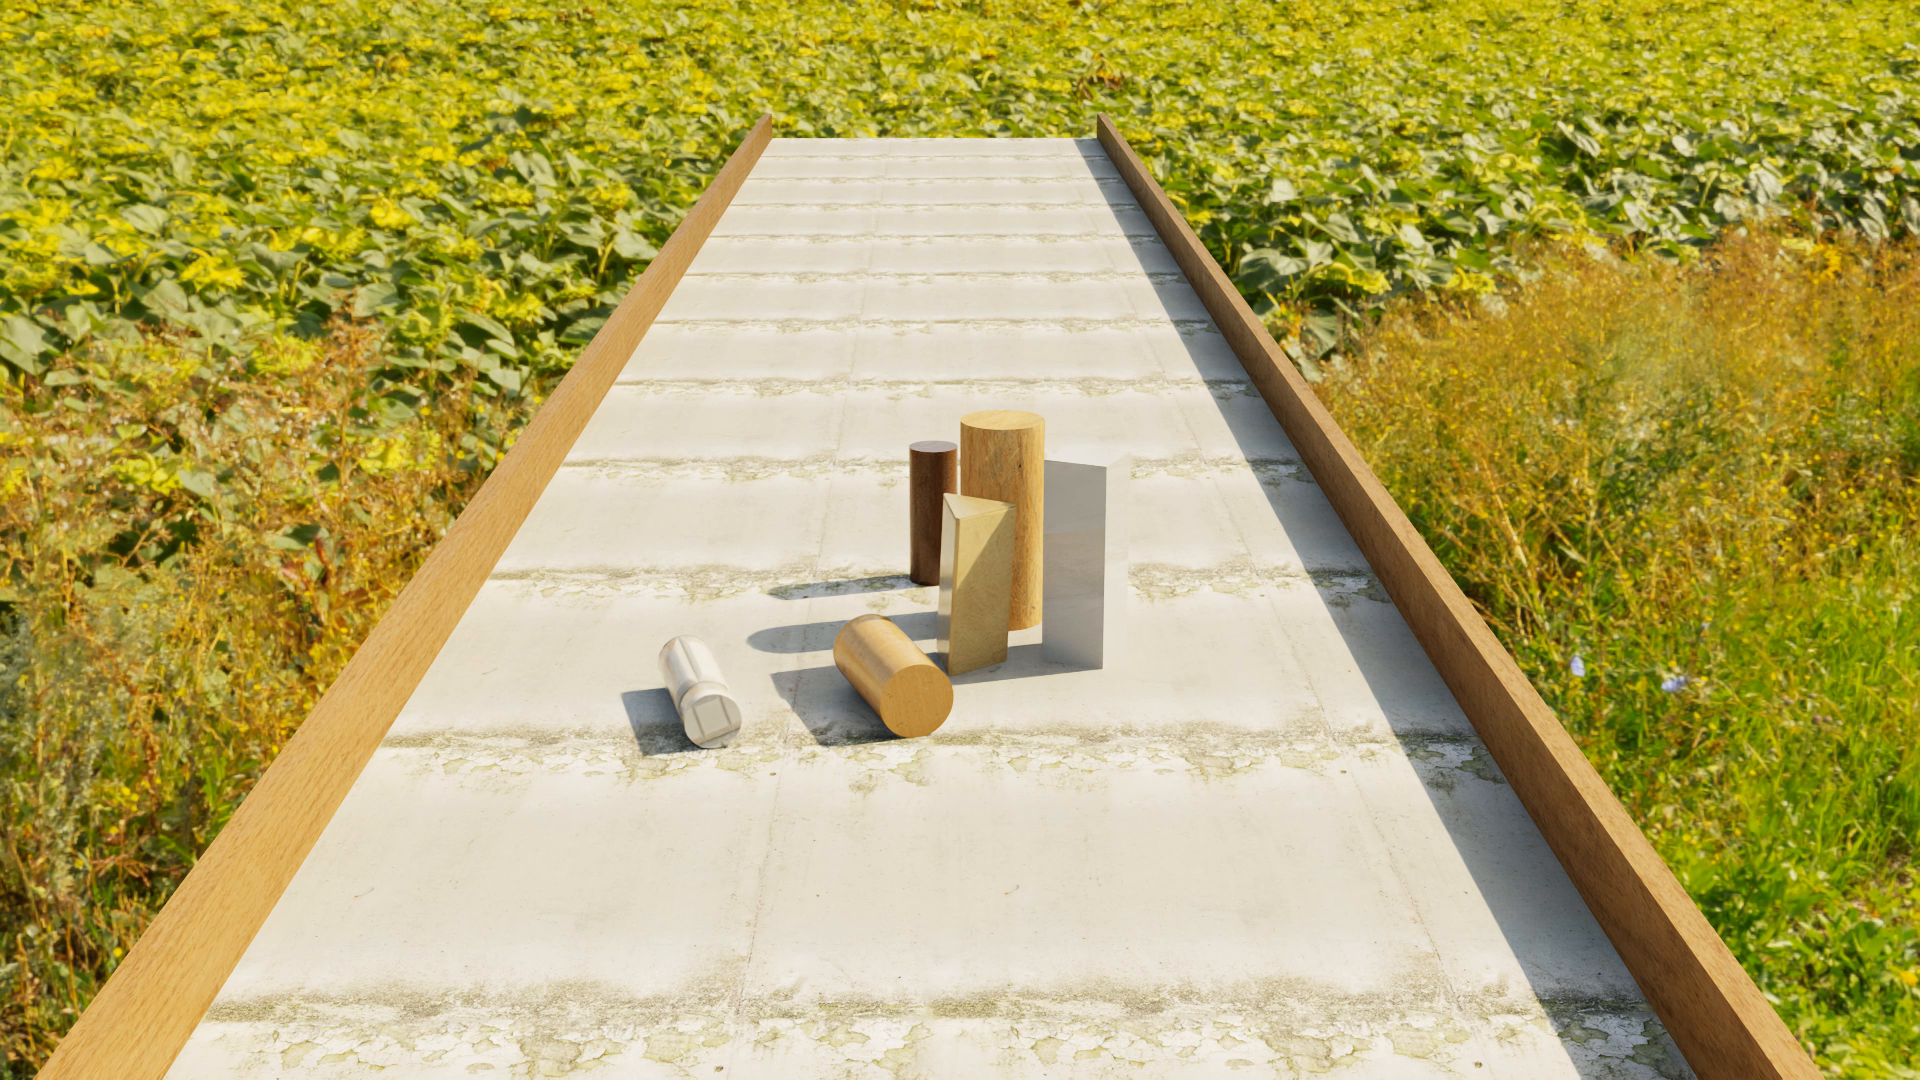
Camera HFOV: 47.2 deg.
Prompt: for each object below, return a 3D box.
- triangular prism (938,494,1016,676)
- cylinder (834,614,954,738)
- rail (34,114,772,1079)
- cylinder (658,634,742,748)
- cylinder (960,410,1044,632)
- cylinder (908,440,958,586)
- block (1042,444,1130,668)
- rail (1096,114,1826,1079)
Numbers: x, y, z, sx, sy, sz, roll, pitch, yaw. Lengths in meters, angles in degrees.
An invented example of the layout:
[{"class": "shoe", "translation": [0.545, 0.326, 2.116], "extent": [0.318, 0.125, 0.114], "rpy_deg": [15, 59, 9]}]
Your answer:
[{"class": "triangular prism", "translation": [0.004, 0.081, 4.359], "extent": [0.148, 0.330, 0.128], "rpy_deg": [-13, 25, -38]}, {"class": "cylinder", "translation": [-0.128, 0.252, 4.133], "extent": [0.142, 0.142, 0.306], "rpy_deg": [-6, 17, -18]}, {"class": "rail", "translation": [-1.118, -0.838, 7.780], "extent": [0.050, 0.150, 12.000], "rpy_deg": [0, 17, -1]}, {"class": "cylinder", "translation": [-0.488, 0.279, 4.104], "extent": [0.104, 0.104, 0.338], "rpy_deg": [-4, 17, -15]}, {"class": "cylinder", "translation": [0.088, -0.042, 4.608], "extent": [0.176, 0.433, 0.176], "rpy_deg": [0, 17, 0]}, {"class": "cylinder", "translation": [-0.059, -0.060, 4.890], "extent": [0.108, 0.307, 0.108], "rpy_deg": [0, 17, 0]}, {"class": "block", "translation": [0.251, 0.033, 4.389], "extent": [0.132, 0.415, 0.132], "rpy_deg": [8, 18, 24]}, {"class": "rail", "translation": [0.932, -0.844, 7.801], "extent": [0.050, 0.150, 12.000], "rpy_deg": [0, 17, -1]}]
